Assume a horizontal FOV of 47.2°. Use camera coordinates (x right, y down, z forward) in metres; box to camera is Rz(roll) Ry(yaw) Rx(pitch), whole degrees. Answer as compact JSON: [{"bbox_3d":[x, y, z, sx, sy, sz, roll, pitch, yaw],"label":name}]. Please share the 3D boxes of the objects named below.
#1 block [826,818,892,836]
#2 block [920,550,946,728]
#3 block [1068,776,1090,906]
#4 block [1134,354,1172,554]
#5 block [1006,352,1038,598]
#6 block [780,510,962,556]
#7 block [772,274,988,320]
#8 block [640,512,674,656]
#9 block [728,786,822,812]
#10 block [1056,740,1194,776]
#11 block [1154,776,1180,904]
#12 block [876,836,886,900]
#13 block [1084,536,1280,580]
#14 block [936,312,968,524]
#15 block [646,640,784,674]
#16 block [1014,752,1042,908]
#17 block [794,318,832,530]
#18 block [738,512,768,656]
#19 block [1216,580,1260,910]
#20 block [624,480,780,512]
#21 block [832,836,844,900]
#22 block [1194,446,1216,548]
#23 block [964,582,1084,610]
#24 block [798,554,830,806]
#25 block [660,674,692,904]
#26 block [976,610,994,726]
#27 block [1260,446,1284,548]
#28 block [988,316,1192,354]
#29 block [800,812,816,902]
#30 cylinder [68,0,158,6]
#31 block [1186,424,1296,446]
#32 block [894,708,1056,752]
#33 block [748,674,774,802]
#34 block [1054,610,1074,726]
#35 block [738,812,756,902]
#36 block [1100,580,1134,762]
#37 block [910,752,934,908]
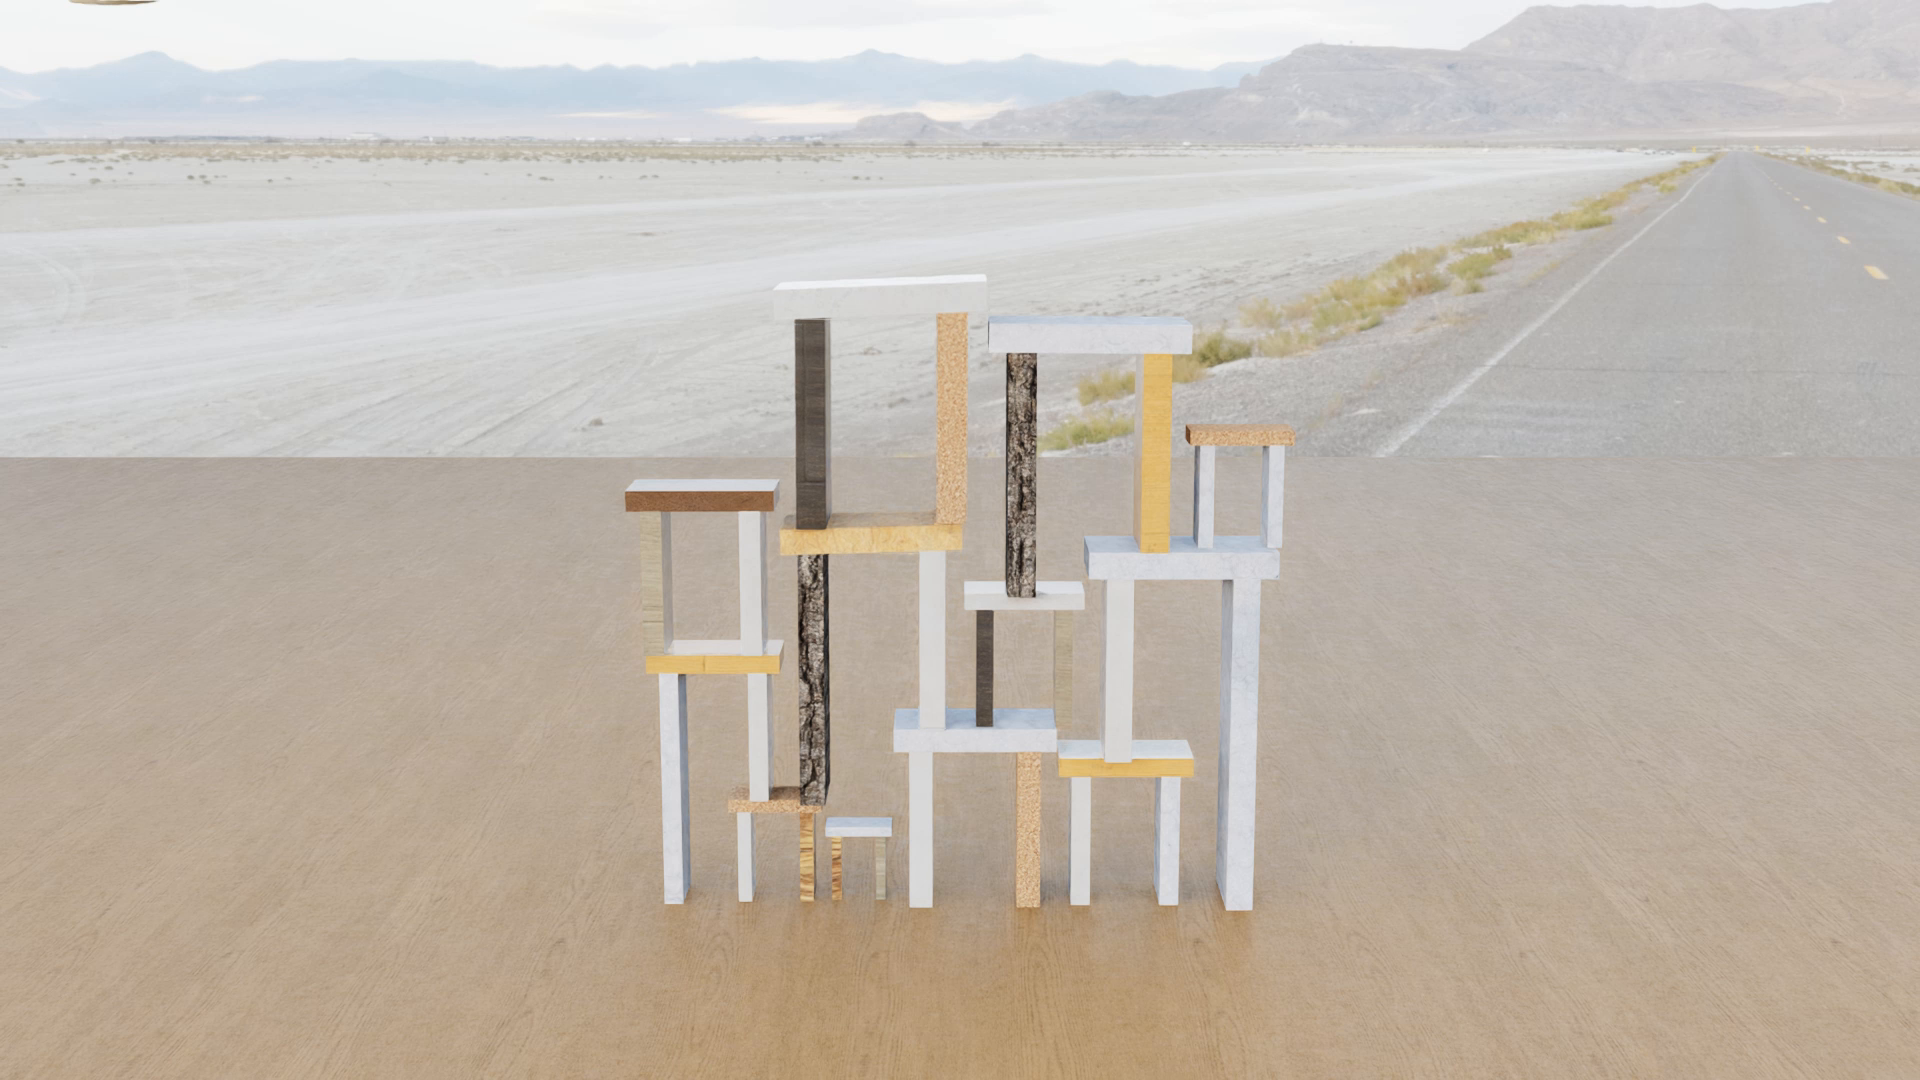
[{"bbox_3d":[-0.167,0.476,3.646,0.109,0.015,0.054,0,11,0],"label":"block"},{"bbox_3d":[-0.044,0.147,3.587,0.041,0.289,0.144,0,11,0],"label":"block"},{"bbox_3d":[0.197,0.483,3.649,0.031,0.219,0.109,0,11,0],"label":"block"},{"bbox_3d":[0.308,-0.149,3.529,0.045,0.316,0.158,0,11,0],"label":"block"},{"bbox_3d":[0.098,-0.114,3.535,0.045,0.389,0.158,0,10,0],"label":"block"},{"bbox_3d":[-0.141,-0.013,3.556,0.289,0.041,0.144,-2,11,0],"label":"block"},{"bbox_3d":[-0.124,-0.386,3.487,0.331,0.047,0.166,-2,10,0],"label":"block"},{"bbox_3d":[-0.492,0.060,3.575,0.033,0.236,0.118,0,11,0],"label":"block"},{"bbox_3d":[-0.303,0.429,3.638,0.153,0.022,0.076,0,11,0],"label":"block"},{"bbox_3d":[0.270,0.360,3.626,0.219,0.031,0.109,0,11,0],"label":"block"},{"bbox_3d":[0.343,0.483,3.649,0.031,0.219,0.109,0,11,0],"label":"block"},{"bbox_3d":[-0.131,0.537,3.657,0.015,0.109,0.054,0,11,0],"label":"block"},{"bbox_3d":[0.356,0.028,3.560,0.301,0.043,0.151,0,11,0],"label":"block"},{"bbox_3d":[-0.013,-0.203,3.521,0.047,0.331,0.166,0,11,-1],"label":"block"},{"bbox_3d":[-0.399,0.191,3.600,0.215,0.030,0.108,0,11,0],"label":"block"},{"bbox_3d":[0.112,0.460,3.643,0.037,0.264,0.132,0,11,0],"label":"block"},{"bbox_3d":[-0.234,-0.194,3.520,0.047,0.331,0.166,0,10,0],"label":"block"},{"bbox_3d":[-0.335,0.060,3.575,0.033,0.236,0.118,0,11,0],"label":"block"},{"bbox_3d":[0.456,0.320,3.614,0.043,0.551,0.151,0,11,0],"label":"block"},{"bbox_3d":[-0.414,-0.072,3.550,0.236,0.033,0.118,0,11,0],"label":"block"},{"bbox_3d":[-0.203,0.537,3.657,0.015,0.109,0.054,0,11,0],"label":"block"},{"bbox_3d":[0.394,-0.076,3.548,0.023,0.166,0.083,0,11,0],"label":"block"},{"bbox_3d":[0.103,0.090,3.575,0.193,0.027,0.096,0,10,0],"label":"block"},{"bbox_3d":[-0.239,0.214,3.601,0.041,0.415,0.144,0,11,0],"label":"block"},{"bbox_3d":[-0.471,0.398,3.638,0.030,0.390,0.108,0,11,0],"label":"block"},{"bbox_3d":[0.040,0.199,3.594,0.027,0.193,0.096,0,10,0],"label":"block"},{"bbox_3d":[0.504,-0.076,3.548,0.023,0.166,0.083,0,11,0],"label":"block"},{"bbox_3d":[0.203,-0.327,3.496,0.316,0.045,0.158,0,11,0],"label":"block"},{"bbox_3d":[-0.252,0.515,3.655,0.022,0.153,0.076,0,11,0],"label":"block"},{"bbox_3d":[-2.011,-1.381,5.199,0.206,0.206,0.206,2,20,-1],"label":"cylinder"},{"bbox_3d":[0.449,-0.169,3.531,0.166,0.023,0.083,0,11,0],"label":"block"},{"bbox_3d":[0.025,0.312,3.615,0.264,0.037,0.132,0,11,0],"label":"block"},{"bbox_3d":[-0.327,0.311,3.622,0.030,0.215,0.108,0,10,0],"label":"block"},{"bbox_3d":[0.168,0.199,3.594,0.027,0.193,0.096,0,10,0],"label":"block"},{"bbox_3d":[-0.354,0.515,3.655,0.022,0.153,0.077,0,11,0],"label":"block"},{"bbox_3d":[0.255,0.197,3.592,0.043,0.302,0.151,0,11,0],"label":"block"},{"bbox_3d":[-0.064,0.460,3.644,0.037,0.264,0.132,0,11,0],"label":"block"}]
